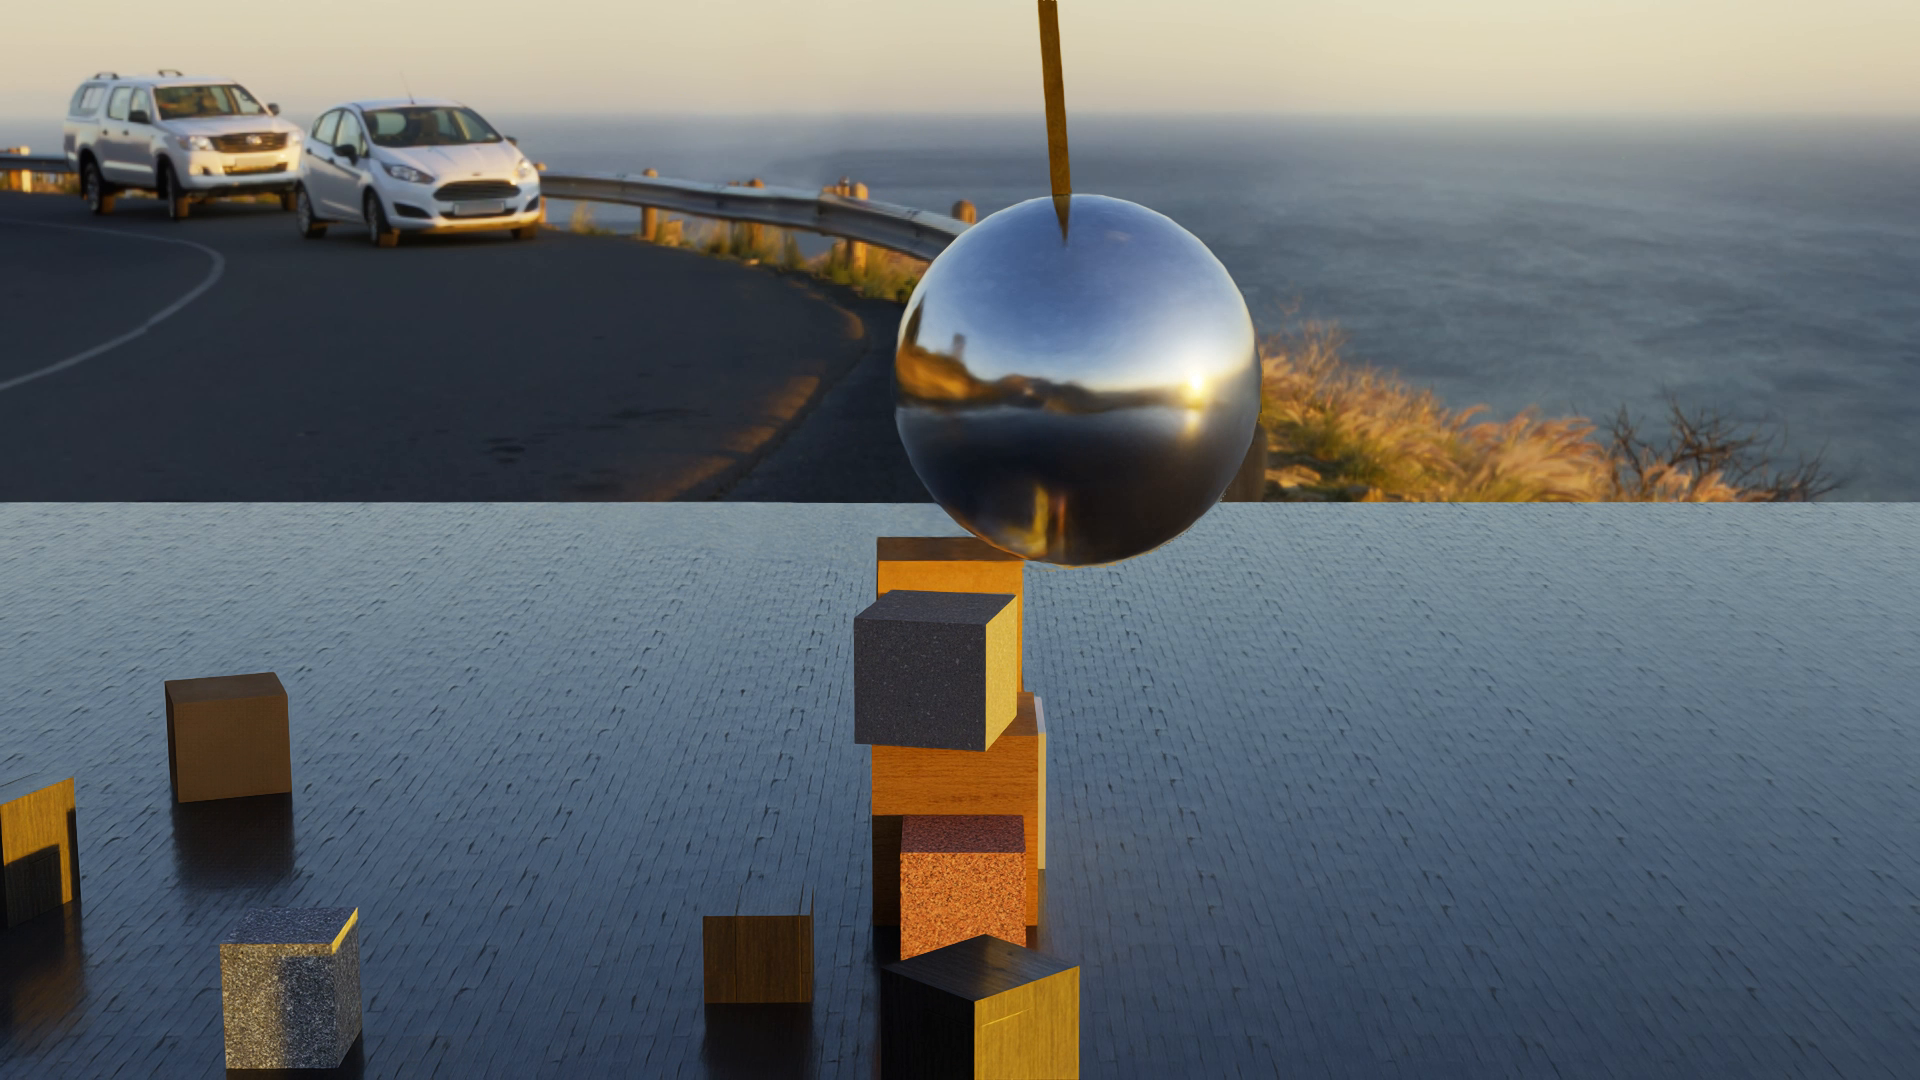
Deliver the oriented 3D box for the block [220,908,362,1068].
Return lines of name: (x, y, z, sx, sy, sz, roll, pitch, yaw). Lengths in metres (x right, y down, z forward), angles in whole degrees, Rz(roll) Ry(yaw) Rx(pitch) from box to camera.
block: (-2.427, 1.624, 9.330, 0.398, 0.466, 0.401, 0, 10, -1)

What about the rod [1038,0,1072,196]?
rod: (0.216, -4.021, 10.449, 0.080, 5.200, 0.080, -5, 10, 1)

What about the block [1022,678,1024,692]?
block: (0.018, 0.995, 12.374, 0.574, 0.614, 0.572, 0, 10, 0)

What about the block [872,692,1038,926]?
block: (-0.020, 1.140, 11.015, 0.687, 0.817, 0.763, 0, 10, 0)

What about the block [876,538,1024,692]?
block: (-0.059, 0.402, 11.840, 0.649, 0.727, 0.654, 0, 9, -2)

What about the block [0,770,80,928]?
block: (-4.124, 1.302, 10.922, 0.514, 0.531, 0.465, 4, 11, 19)

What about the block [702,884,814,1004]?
block: (-0.779, 1.565, 9.985, 0.408, 0.347, 0.393, 0, 10, -1)

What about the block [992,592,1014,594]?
block: (0.007, 0.478, 11.245, 0.470, 0.402, 0.491, 0, 10, 0)

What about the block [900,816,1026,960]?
block: (0.013, 1.422, 10.401, 0.494, 0.481, 0.523, 0, 10, 0)

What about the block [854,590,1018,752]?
block: (-0.094, 0.531, 10.624, 0.547, 0.521, 0.606, 2, 11, 13)

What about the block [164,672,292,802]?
block: (-3.654, 0.978, 12.804, 0.539, 0.496, 0.517, -4, 11, -21)

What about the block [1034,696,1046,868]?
block: (0.006, 1.103, 11.753, 0.749, 0.625, 0.677, 0, 10, 0)

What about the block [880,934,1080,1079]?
block: (0.069, 1.702, 8.876, 0.505, 0.475, 0.463, -10, 14, -43)

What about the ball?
ball: (0.499, -0.687, 11.055, 1.600, 1.600, 1.600, 0, 10, 0)
